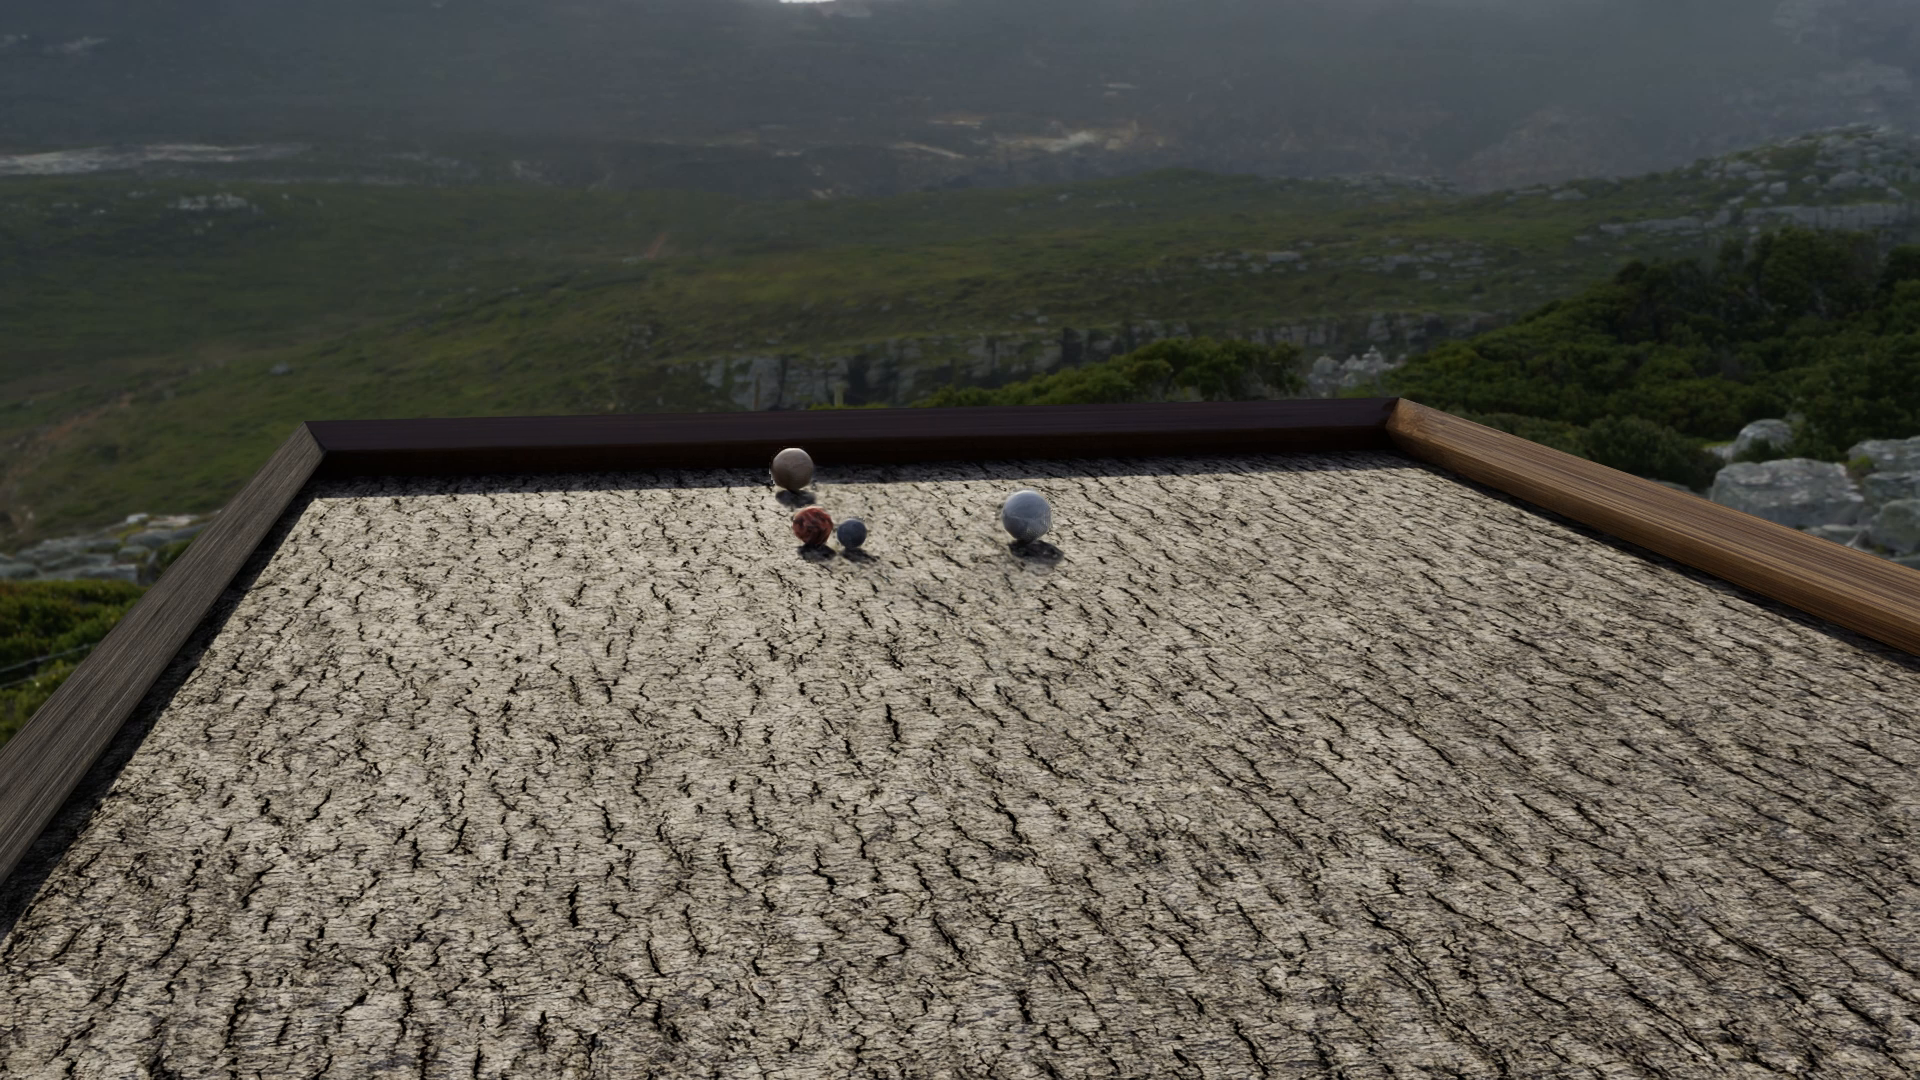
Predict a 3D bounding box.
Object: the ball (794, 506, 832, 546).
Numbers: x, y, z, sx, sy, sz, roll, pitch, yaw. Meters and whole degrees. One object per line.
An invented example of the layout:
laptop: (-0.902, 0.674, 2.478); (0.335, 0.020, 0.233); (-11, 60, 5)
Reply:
ball: (-0.223, -0.022, 3.341); (0.059, 0.059, 0.059); (0, 11, 0)

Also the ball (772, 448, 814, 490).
ball: (-0.292, -0.124, 3.841); (0.074, 0.074, 0.074); (0, 11, 0)

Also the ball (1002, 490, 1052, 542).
ball: (0.102, -0.037, 3.372); (0.078, 0.078, 0.078); (0, 11, 0)

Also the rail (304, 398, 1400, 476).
rail: (-0.158, -0.193, 4.124); (2.079, 0.102, 0.045); (-2, 11, -10)

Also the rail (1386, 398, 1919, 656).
rail: (1.163, 0.124, 2.457); (0.045, 0.102, 3.838); (-2, 11, -10)

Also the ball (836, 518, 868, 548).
ball: (-0.163, -0.010, 3.316); (0.046, 0.046, 0.046); (0, 11, 0)

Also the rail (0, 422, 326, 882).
rail: (-0.840, 0.187, 2.121); (0.045, 0.102, 3.838); (-2, 11, -10)
